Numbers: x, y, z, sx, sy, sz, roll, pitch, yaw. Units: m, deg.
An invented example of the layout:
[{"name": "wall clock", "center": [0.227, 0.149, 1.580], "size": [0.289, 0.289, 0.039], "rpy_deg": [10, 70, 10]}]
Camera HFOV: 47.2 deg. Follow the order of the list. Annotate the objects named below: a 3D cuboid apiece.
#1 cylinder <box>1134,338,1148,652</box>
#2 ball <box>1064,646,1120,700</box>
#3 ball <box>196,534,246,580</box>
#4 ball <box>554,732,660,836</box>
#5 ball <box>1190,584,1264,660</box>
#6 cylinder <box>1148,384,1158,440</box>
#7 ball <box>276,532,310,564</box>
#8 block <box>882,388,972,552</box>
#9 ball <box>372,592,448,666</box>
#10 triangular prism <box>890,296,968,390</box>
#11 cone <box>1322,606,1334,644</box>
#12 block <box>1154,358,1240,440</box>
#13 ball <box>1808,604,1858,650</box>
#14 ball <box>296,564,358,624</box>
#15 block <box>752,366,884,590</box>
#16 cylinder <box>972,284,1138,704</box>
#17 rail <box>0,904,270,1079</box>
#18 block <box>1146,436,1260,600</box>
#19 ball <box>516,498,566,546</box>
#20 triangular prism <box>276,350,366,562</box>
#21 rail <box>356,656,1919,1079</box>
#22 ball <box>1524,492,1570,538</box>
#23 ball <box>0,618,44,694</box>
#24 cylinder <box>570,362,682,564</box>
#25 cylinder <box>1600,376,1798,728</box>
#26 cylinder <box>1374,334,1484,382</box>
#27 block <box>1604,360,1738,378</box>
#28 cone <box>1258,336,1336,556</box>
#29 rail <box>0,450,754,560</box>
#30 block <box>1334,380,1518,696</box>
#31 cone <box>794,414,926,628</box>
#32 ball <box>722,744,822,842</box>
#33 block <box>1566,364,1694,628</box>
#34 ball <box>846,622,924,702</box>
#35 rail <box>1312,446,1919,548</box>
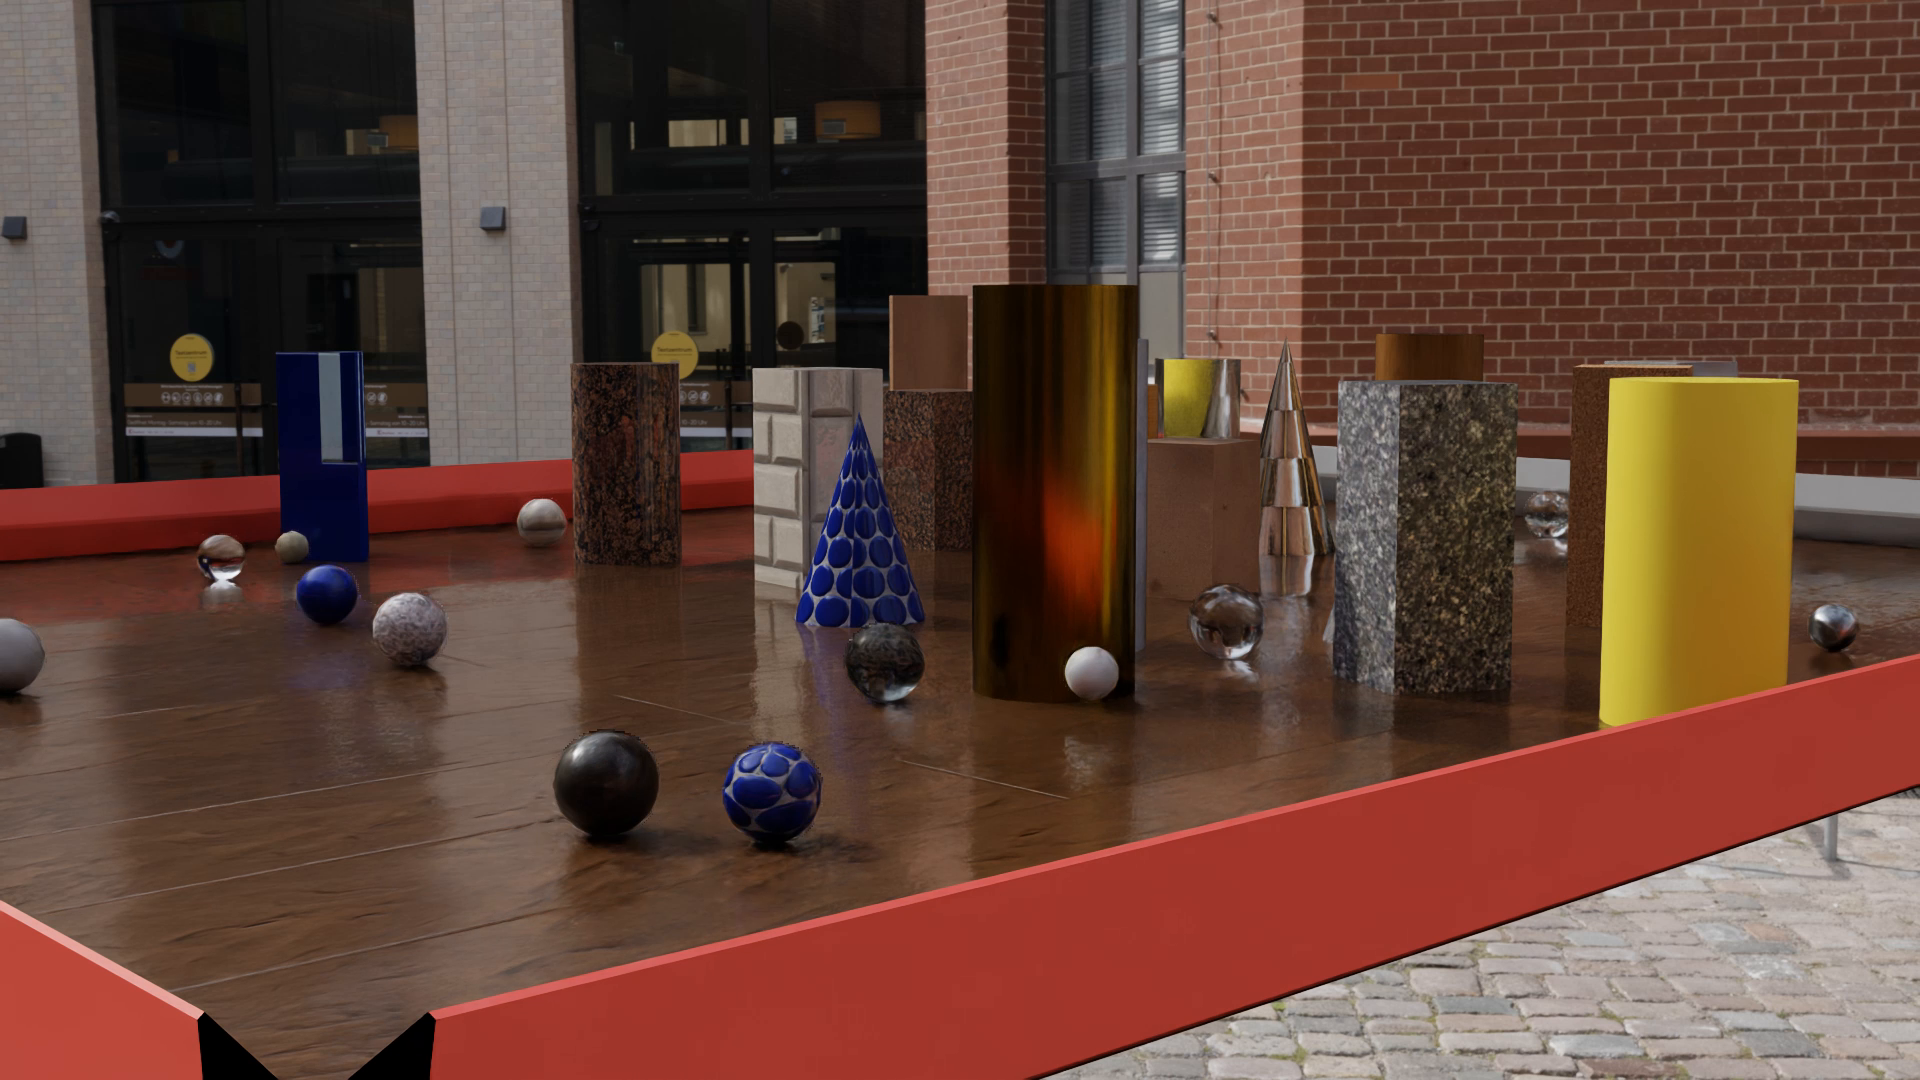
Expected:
[{"name": "cylinder", "center": [0.151, -0.062, 2.896], "size": [0.191, 0.404, 0.191], "rpy_deg": [0, 6, 0]}, {"name": "ball", "center": [0.148, 0.149, 2.461], "size": [0.061, 0.061, 0.061], "rpy_deg": [0, 6, 0]}, {"name": "ball", "center": [-1.212, 0.028, 3.606], "size": [0.077, 0.077, 0.077], "rpy_deg": [0, 6, 0]}, {"name": "ball", "center": [-0.299, 0.206, 1.863], "size": [0.088, 0.088, 0.088], "rpy_deg": [0, 6, 0]}, {"name": "ball", "center": [0.340, 0.104, 2.797], "size": [0.096, 0.096, 0.096], "rpy_deg": [0, 6, 0]}, {"name": "cylinder", "center": [0.251, -0.117, 3.858], "size": [0.191, 0.312, 0.191], "rpy_deg": [0, 6, 0]}, {"name": "ball", "center": [-1.168, 0.013, 3.848], "size": [0.057, 0.057, 0.057], "rpy_deg": [0, 6, 0]}, {"name": "block", "center": [-0.041, -0.136, 4.138], "size": [0.153, 0.292, 0.153], "rpy_deg": [-5, 8, -42]}, {"name": "ball", "center": [-0.688, 0.111, 2.751], "size": [0.091, 0.091, 0.091], "rpy_deg": [0, 6, 0]}, {"name": "triangular prism", "center": [-0.087, -0.264, 4.504], "size": [0.166, 0.470, 0.143], "rpy_deg": [-2, 6, -21]}, {"name": "cone", "center": [0.585, -0.017, 2.950], "size": [0.191, 0.304, 0.191], "rpy_deg": [0, 6, 0]}, {"name": "block", "center": [0.480, -0.196, 4.465], "size": [0.153, 0.343, 0.153], "rpy_deg": [0, 6, -2]}, {"name": "ball", "center": [1.140, 0.114, 2.871], "size": [0.061, 0.061, 0.061], "rpy_deg": [0, 6, 0]}, {"name": "ball", "center": [-0.894, 0.077, 3.105], "size": [0.084, 0.084, 0.084], "rpy_deg": [0, 6, 0]}, {"name": "block", "center": [-0.231, -0.105, 3.581], "size": [0.153, 0.347, 0.153], "rpy_deg": [-4, 7, -35]}, {"name": "cylinder", "center": [0.110, -0.059, 2.559], "size": [0.191, 0.471, 0.191], "rpy_deg": [0, 6, 0]}, {"name": "rail", "center": [-1.336, 0.161, 2.107], "size": [0.045, 0.124, 3.114], "rpy_deg": [-6, 8, -42]}, {"name": "block", "center": [0.364, -0.036, 3.437], "size": [0.153, 0.239, 0.153], "rpy_deg": [4, 7, 35]}, {"name": "ball", "center": [-0.784, -0.033, 4.120], "size": [0.091, 0.091, 0.091], "rpy_deg": [0, 6, 0]}, {"name": "triangular prism", "center": [-1.109, -0.154, 3.944], "size": [0.166, 0.368, 0.143], "rpy_deg": [2, 6, 17]}, {"name": "rail", "center": [1.040, 0.150, 2.211], "size": [3.682, 0.124, 0.045], "rpy_deg": [-6, 8, -42]}, {"name": "ball", "center": [1.146, -0.050, 4.279], "size": [0.091, 0.091, 0.091], "rpy_deg": [0, 6, 0]}, {"name": "ball", "center": [-1.108, 0.134, 2.548], "size": [0.087, 0.087, 0.087], "rpy_deg": [0, 6, 0]}, {"name": "cylinder", "center": [-0.592, -0.139, 3.906], "size": [0.191, 0.347, 0.191], "rpy_deg": [0, 6, 0]}, {"name": "cylinder", "center": [0.791, 0.013, 2.358], "size": [0.191, 0.369, 0.191], "rpy_deg": [0, 6, 0]}, {"name": "cylinder", "center": [0.845, -0.172, 3.976], "size": [0.191, 0.399, 0.191], "rpy_deg": [0, 6, 0]}, {"name": "block", "center": [1.205, -0.126, 3.746], "size": [0.153, 0.355, 0.153], "rpy_deg": [-4, 7, -32]}, {"name": "cone", "center": [0.598, -0.179, 4.048], "size": [0.191, 0.397, 0.191], "rpy_deg": [0, 6, 0]}, {"name": "rail", "center": [-1.040, -0.086, 4.453], "size": [3.682, 0.124, 0.045], "rpy_deg": [-6, 8, -42]}, {"name": "block", "center": [0.551, -0.008, 2.615], "size": [0.153, 0.358, 0.153], "rpy_deg": [-2, 6, -17]}, {"name": "cone", "center": [-0.144, -0.035, 3.157], "size": [0.191, 0.297, 0.191], "rpy_deg": [0, 6, 0]}, {"name": "ball", "center": [-0.157, 0.211, 1.840], "size": [0.083, 0.083, 0.083], "rpy_deg": [0, 6, 0]}, {"name": "block", "center": [0.952, -0.065, 3.125], "size": [0.153, 0.363, 0.153], "rpy_deg": [2, 6, 20]}, {"name": "ball", "center": [-0.085, 0.139, 2.493], "size": [0.090, 0.090, 0.090], "rpy_deg": [0, 6, 0]}, {"name": "rail", "center": [1.336, -0.097, 4.558], "size": [0.045, 0.124, 3.114], "rpy_deg": [-6, 8, -42]}]
